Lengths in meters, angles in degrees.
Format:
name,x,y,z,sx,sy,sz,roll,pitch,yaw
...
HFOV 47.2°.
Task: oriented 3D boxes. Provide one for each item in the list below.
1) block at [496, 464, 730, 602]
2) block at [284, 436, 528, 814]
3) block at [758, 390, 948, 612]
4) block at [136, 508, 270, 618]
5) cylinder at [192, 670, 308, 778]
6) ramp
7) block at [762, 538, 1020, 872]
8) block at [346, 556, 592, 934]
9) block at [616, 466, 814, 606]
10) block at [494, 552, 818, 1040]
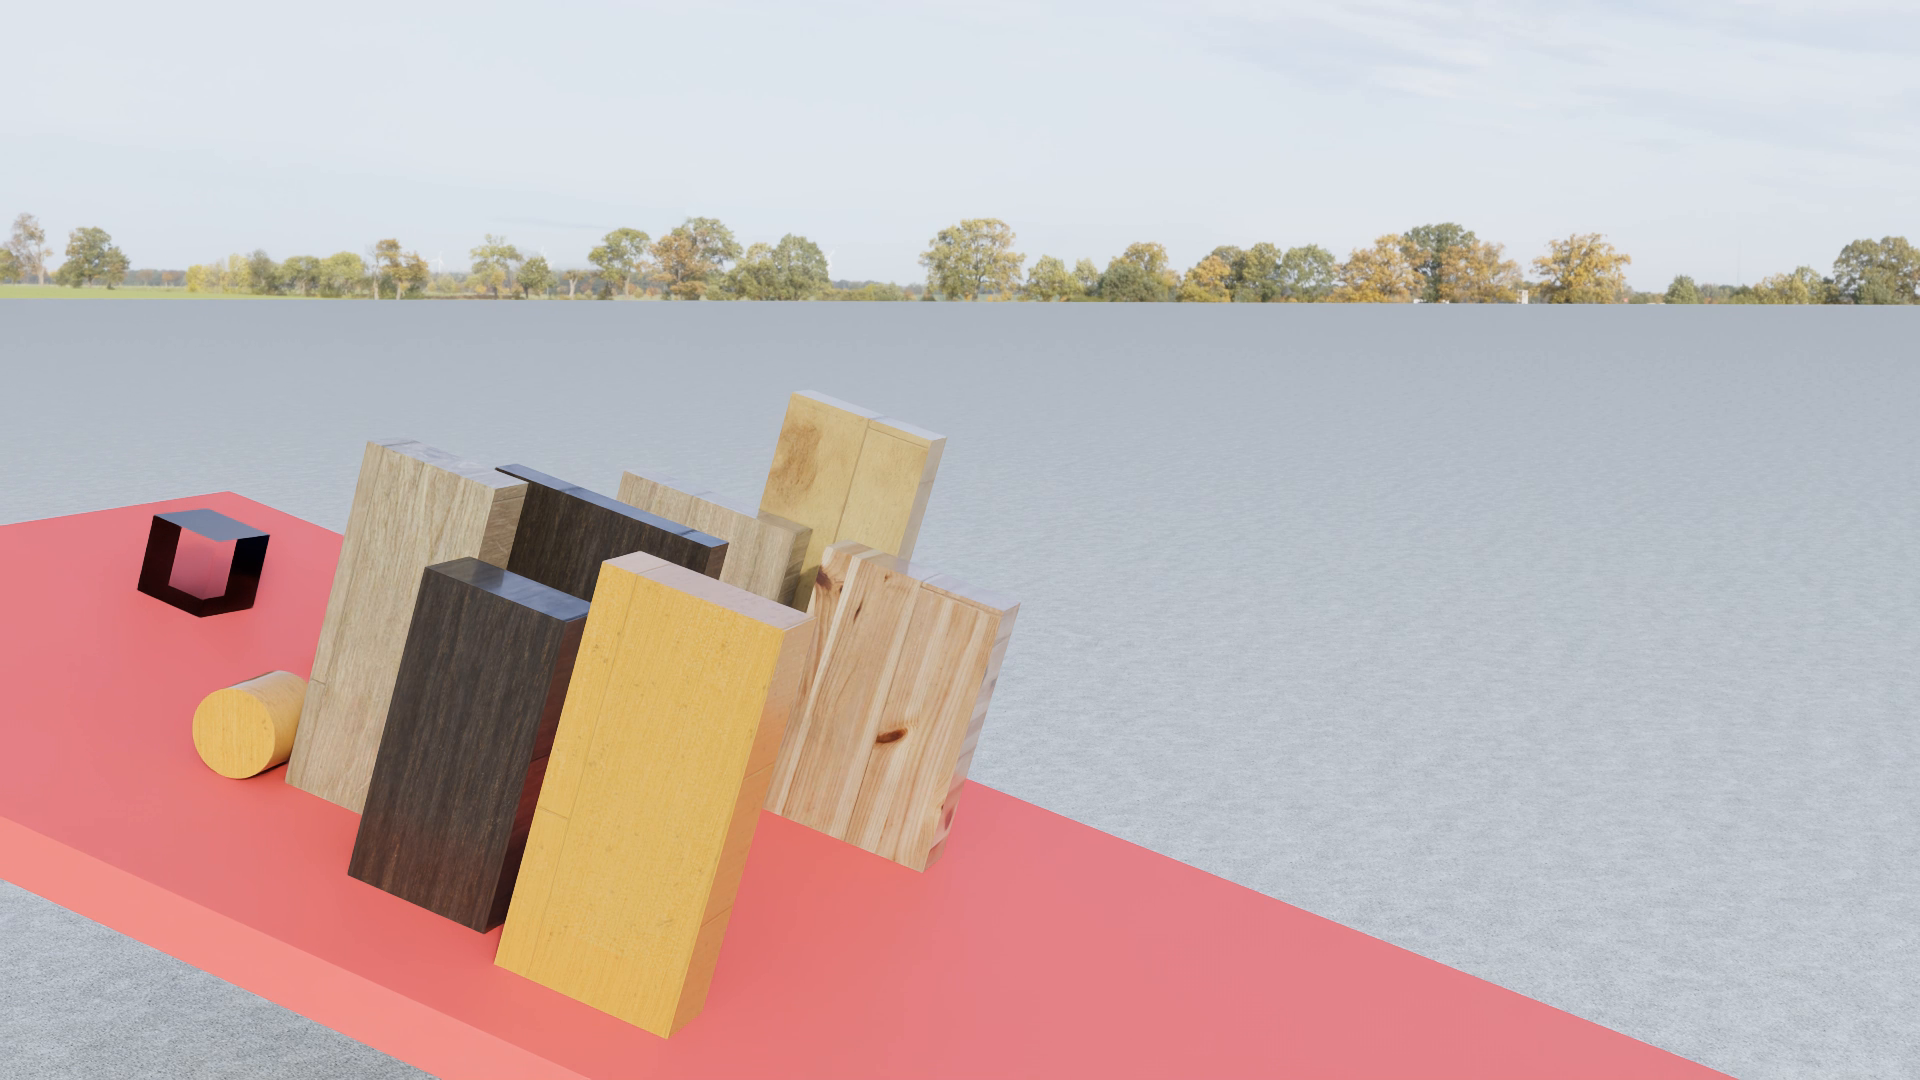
name,x,y,z,sx,sy,sz,roll,pitch,yaw
block,-0.722,0.231,4.056,0.445,0.631,0.081,20,12,14
block,-0.990,0.168,3.925,0.259,0.650,0.119,20,12,14
block,-0.310,0.087,4.945,0.339,0.779,0.114,20,12,14
block,-1.636,0.048,4.758,0.172,0.172,0.172,21,12,18
cylinder,-1.268,0.332,3.975,0.164,0.164,0.164,2,8,13
ramp,-0.363,0.693,4.230,4.000,0.100,2.000,20,12,14
block,-0.155,0.337,4.518,0.393,0.571,0.128,20,12,14
block,-0.802,0.337,3.651,0.266,0.550,0.144,20,12,14
block,-0.607,0.148,4.921,0.428,0.506,0.101,20,12,14
block,-0.483,0.399,3.470,0.315,0.688,0.134,20,12,14
